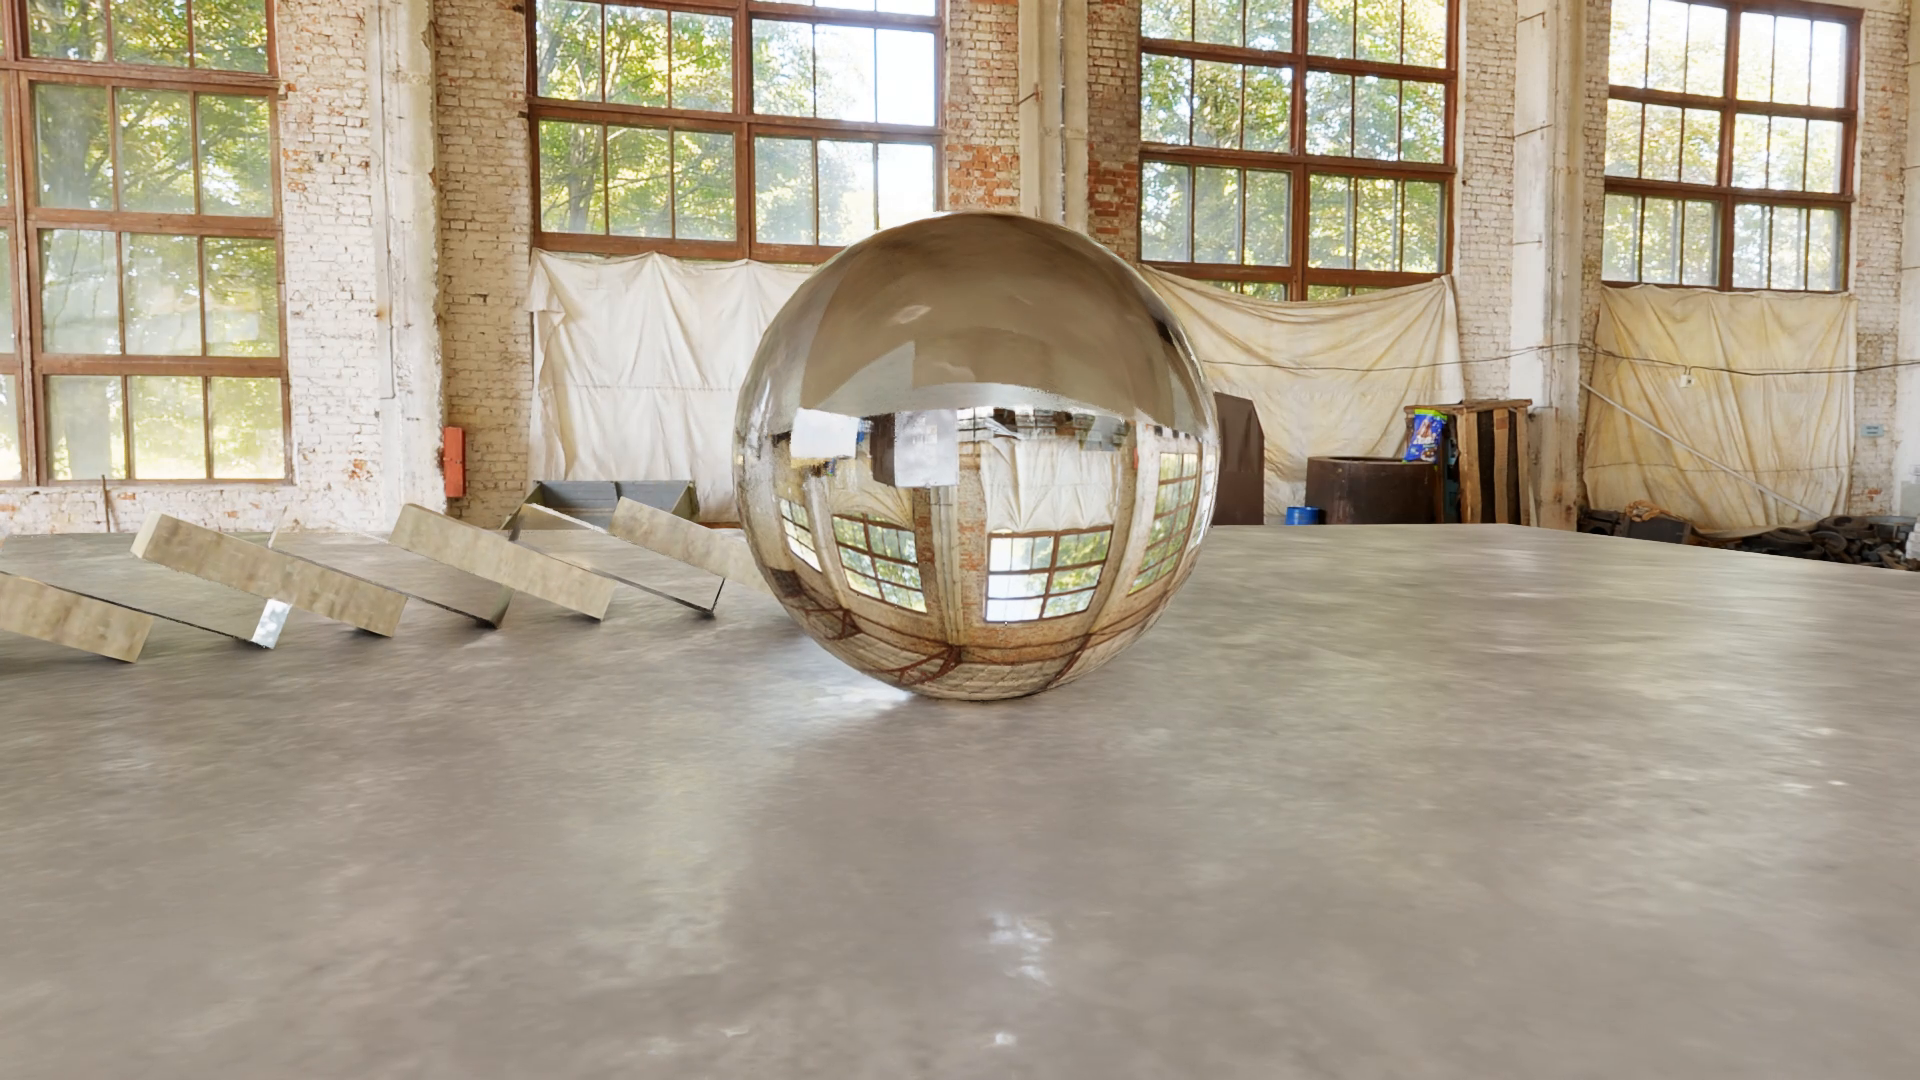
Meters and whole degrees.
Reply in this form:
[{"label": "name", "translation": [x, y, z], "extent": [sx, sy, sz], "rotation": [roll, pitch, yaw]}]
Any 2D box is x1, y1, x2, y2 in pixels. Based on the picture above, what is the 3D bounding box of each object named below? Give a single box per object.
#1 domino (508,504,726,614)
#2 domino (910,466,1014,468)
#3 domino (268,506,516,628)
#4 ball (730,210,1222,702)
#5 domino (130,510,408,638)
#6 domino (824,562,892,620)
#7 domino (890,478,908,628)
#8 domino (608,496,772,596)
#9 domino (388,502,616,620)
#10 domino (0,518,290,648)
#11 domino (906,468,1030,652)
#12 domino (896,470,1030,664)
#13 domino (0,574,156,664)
[{"label": "domino", "translation": [-0.084, 0.005, 0.317], "extent": [0.050, 0.010, 0.025], "rotation": [21, -3, -11]}, {"label": "domino", "translation": [0.001, 0.002, 0.296], "extent": [0.025, 0.009, 0.050], "rotation": [0, 40, -2]}, {"label": "domino", "translation": [-0.130, 0.006, 0.295], "extent": [0.050, 0.010, 0.025], "rotation": [24, -9, -28]}, {"label": "ball", "translation": [0.003, -0.013, 0.213], "extent": [0.080, 0.080, 0.080], "rotation": [0, 4, 0]}, {"label": "domino", "translation": [-0.149, 0.007, 0.278], "extent": [0.050, 0.010, 0.025], "rotation": [26, -12, -35]}, {"label": "domino", "translation": [-0.021, 0.013, 0.336], "extent": [0.025, 0.009, 0.050], "rotation": [-1, 4, -10]}, {"label": "domino", "translation": [-0.004, 0.002, 0.314], "extent": [0.025, 0.010, 0.050], "rotation": [1, 34, -1]}, {"label": "domino", "translation": [-0.061, 0.003, 0.328], "extent": [0.050, 0.010, 0.025], "rotation": [20, -3, 17]}, {"label": "domino", "translation": [-0.109, 0.005, 0.309], "extent": [0.050, 0.009, 0.025], "rotation": [23, -5, -18]}, {"label": "domino", "translation": [-0.167, 0.009, 0.260], "extent": [0.025, 0.009, 0.050], "rotation": [5, -17, 46]}, {"label": "domino", "translation": [0.001, 0.003, 0.280], "extent": [0.025, 0.009, 0.050], "rotation": [0, 40, -2]}, {"label": "domino", "translation": [0.000, 0.004, 0.264], "extent": [0.025, 0.009, 0.050], "rotation": [0, 40, -2]}, {"label": "domino", "translation": [-0.184, 0.010, 0.243], "extent": [0.025, 0.010, 0.050], "rotation": [4, -17, 46]}]
